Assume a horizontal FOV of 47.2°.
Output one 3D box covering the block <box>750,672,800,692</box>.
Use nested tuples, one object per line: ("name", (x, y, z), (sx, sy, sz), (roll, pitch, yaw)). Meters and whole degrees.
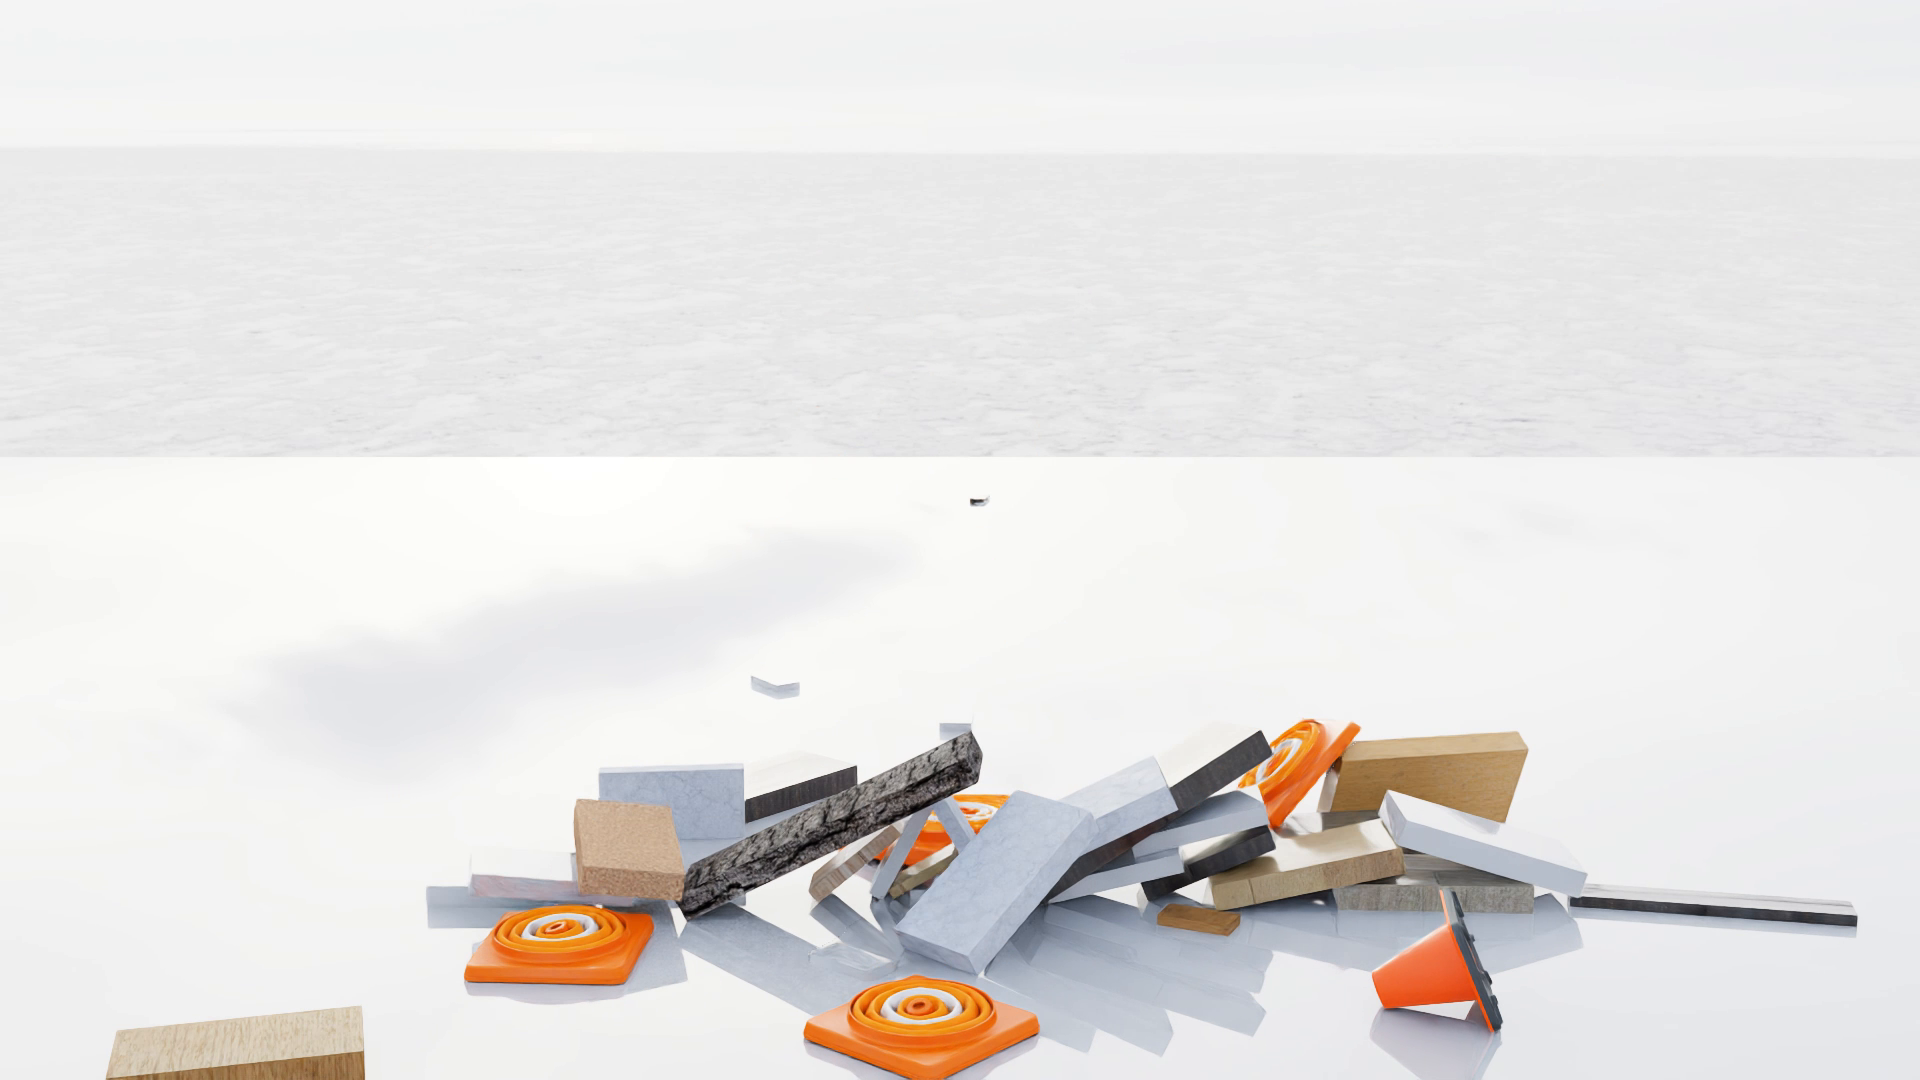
("block", (-0.424, 0.326, 5.045), (0.060, 0.017, 0.120), (-7, 13, -34))

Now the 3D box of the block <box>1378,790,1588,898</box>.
("block", (0.865, 0.502, 3.646), (0.314, 0.044, 0.157), (17, 11, -4))

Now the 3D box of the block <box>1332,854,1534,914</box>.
("block", (0.780, 0.570, 3.657), (0.314, 0.044, 0.157), (1, 11, 3))

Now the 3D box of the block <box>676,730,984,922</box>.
("block", (-0.211, 0.463, 3.576), (0.528, 0.045, 0.160), (-26, 8, 8))

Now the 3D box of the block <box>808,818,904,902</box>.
("block", (-0.172, 0.523, 3.654), (0.182, 0.026, 0.091), (-40, 7, 8))

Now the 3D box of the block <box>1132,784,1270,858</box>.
("block", (0.395, 0.469, 3.672), (0.229, 0.032, 0.114), (-15, 10, 4))

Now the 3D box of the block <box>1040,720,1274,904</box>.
("block", (0.288, 0.449, 3.680), (0.472, 0.050, 0.178), (-30, 10, -17))

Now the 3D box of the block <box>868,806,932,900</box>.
("block", (-0.095, 0.503, 3.663), (0.026, 0.182, 0.091), (28, 10, -3))

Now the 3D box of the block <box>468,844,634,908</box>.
("block", (-0.664, 0.545, 3.568), (0.258, 0.037, 0.129), (7, 11, -14))

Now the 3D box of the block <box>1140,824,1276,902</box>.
("block", (0.410, 0.527, 3.674), (0.229, 0.032, 0.114), (-23, 9, 5))

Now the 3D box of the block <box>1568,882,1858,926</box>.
("block", (1.224, 0.594, 3.593), (0.444, 0.019, 0.068), (2, 11, 12))

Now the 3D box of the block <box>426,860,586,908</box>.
("block", (-0.745, 0.572, 3.664), (0.258, 0.037, 0.129), (0, 11, 0))

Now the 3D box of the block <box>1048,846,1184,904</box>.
("block", (0.256, 0.544, 3.659), (0.229, 0.032, 0.114), (-14, 10, 7))

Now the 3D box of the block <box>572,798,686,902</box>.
("block", (-0.550, 0.508, 3.634), (0.162, 0.046, 0.323), (7, 11, -13))

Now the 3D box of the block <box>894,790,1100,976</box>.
("block", (0.059, 0.530, 3.435), (0.160, 0.045, 0.320), (10, 46, 44))

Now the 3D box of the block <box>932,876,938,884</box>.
("block", (0.014, 0.582, 3.600), (0.127, 0.018, 0.063), (7, 26, 16))

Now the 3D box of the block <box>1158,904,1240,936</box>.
("block", (0.383, 0.608, 3.524), (0.120, 0.017, 0.060), (5, 12, 25))

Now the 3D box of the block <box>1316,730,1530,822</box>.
("block", (0.835, 0.439, 3.983), (0.355, 0.178, 0.050), (-2, 37, -12))

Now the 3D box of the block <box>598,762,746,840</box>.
("block", (-0.517, 0.472, 3.952), (0.258, 0.129, 0.037), (-1, 11, -6))

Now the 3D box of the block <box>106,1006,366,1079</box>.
("block", (-0.972, 0.697, 2.968), (0.323, 0.046, 0.162), (-3, 11, -15))

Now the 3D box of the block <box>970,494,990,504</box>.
("block", (0.067, -0.142, 7.573), (0.049, 0.014, 0.097), (2, 11, 11))

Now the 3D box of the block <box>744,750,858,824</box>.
("block", (-0.365, 0.470, 4.190), (0.162, 0.046, 0.323), (9, 14, 40))

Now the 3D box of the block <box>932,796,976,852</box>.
("block", (-0.001, 0.477, 3.618), (0.026, 0.182, 0.091), (-30, 8, 5))

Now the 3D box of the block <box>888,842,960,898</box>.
("block", (-0.058, 0.549, 3.659), (0.127, 0.018, 0.063), (-31, 7, 13))

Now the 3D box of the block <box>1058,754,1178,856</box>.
("block", (0.190, 0.462, 3.582), (0.320, 0.045, 0.160), (-26, 12, 3))

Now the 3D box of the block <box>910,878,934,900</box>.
("block", (-0.017, 0.582, 3.663), (0.127, 0.018, 0.063), (1, 11, 4))

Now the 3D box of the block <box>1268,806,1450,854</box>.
("block", (0.722, 0.527, 3.870), (0.356, 0.050, 0.178), (-2, 11, -9))

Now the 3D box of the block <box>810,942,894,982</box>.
("block", (-0.165, 0.642, 3.343), (0.120, 0.017, 0.060), (9, 14, 39))

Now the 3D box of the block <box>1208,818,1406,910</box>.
("block", (0.568, 0.537, 3.647), (0.314, 0.044, 0.157), (-12, 10, 3))

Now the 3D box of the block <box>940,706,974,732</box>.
("block", (-0.007, 0.384, 4.723), (0.068, 0.019, 0.136), (1, 11, 3))
